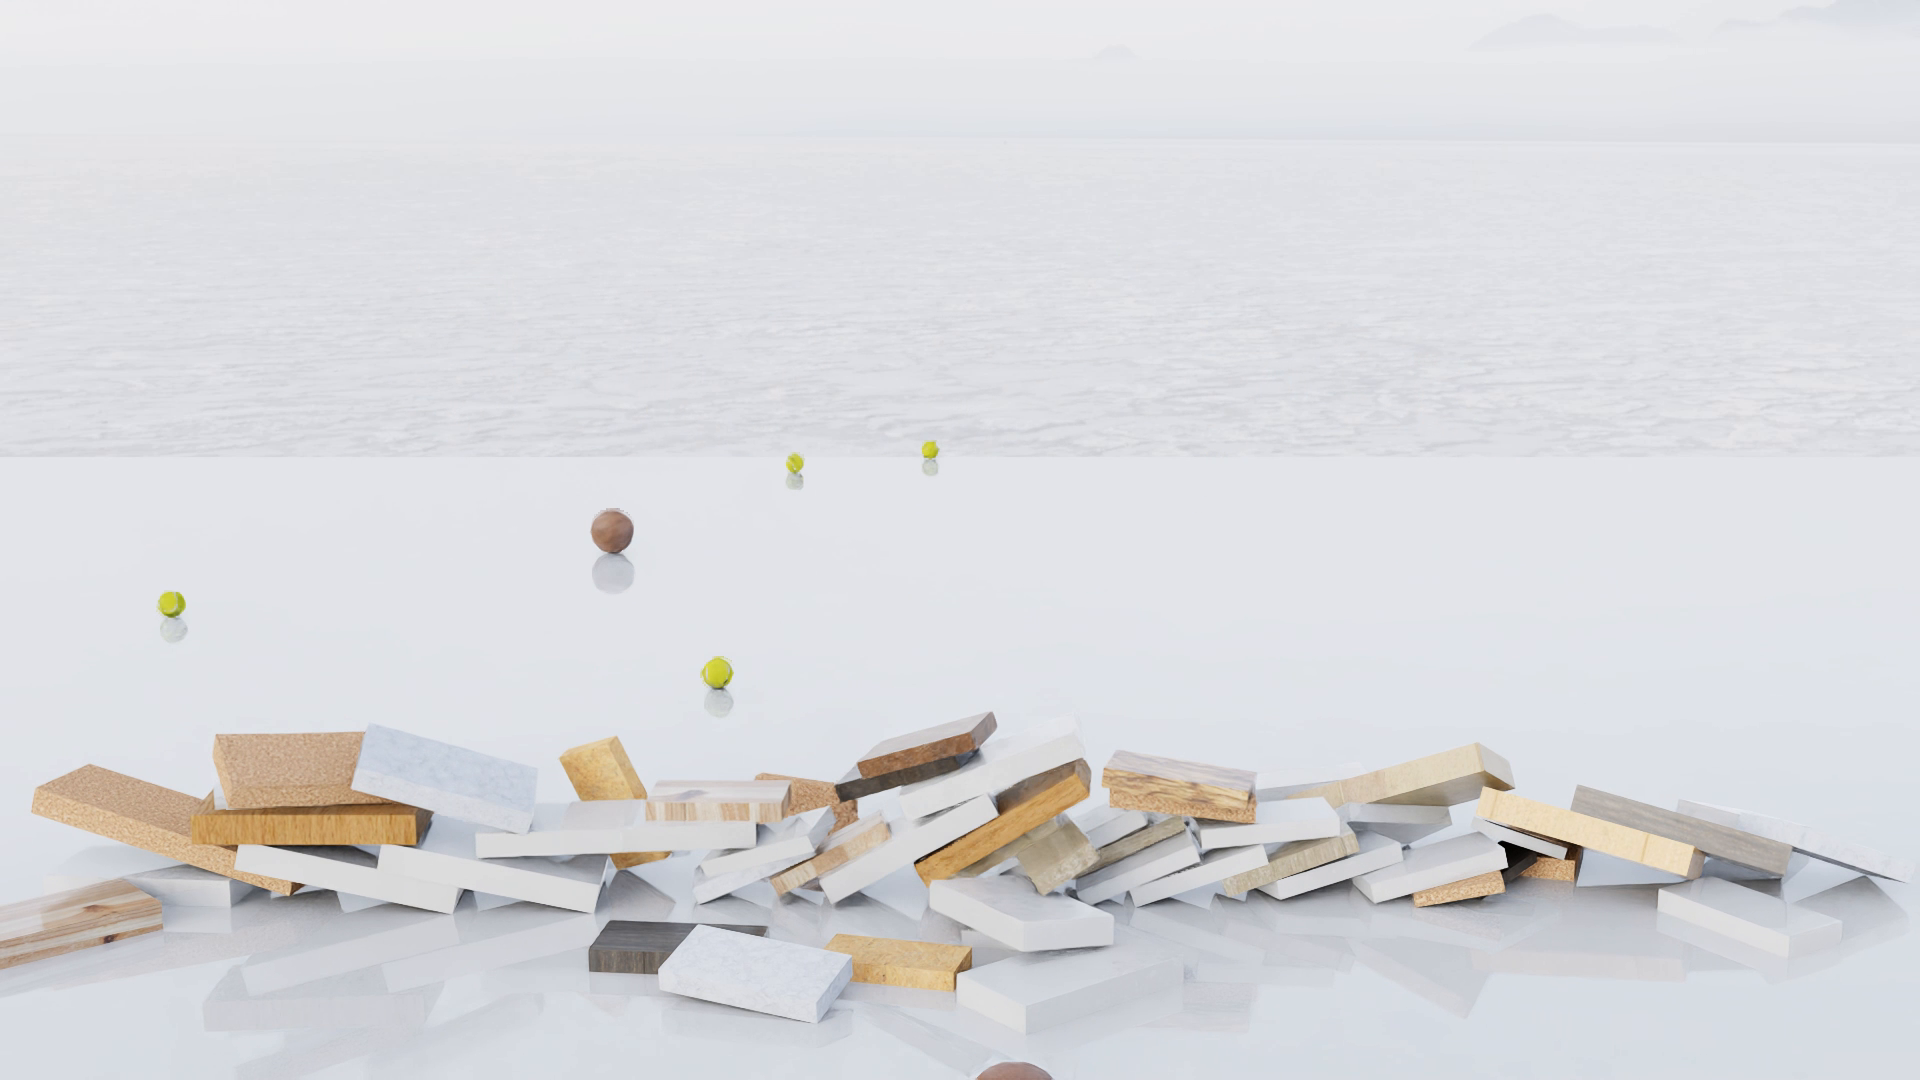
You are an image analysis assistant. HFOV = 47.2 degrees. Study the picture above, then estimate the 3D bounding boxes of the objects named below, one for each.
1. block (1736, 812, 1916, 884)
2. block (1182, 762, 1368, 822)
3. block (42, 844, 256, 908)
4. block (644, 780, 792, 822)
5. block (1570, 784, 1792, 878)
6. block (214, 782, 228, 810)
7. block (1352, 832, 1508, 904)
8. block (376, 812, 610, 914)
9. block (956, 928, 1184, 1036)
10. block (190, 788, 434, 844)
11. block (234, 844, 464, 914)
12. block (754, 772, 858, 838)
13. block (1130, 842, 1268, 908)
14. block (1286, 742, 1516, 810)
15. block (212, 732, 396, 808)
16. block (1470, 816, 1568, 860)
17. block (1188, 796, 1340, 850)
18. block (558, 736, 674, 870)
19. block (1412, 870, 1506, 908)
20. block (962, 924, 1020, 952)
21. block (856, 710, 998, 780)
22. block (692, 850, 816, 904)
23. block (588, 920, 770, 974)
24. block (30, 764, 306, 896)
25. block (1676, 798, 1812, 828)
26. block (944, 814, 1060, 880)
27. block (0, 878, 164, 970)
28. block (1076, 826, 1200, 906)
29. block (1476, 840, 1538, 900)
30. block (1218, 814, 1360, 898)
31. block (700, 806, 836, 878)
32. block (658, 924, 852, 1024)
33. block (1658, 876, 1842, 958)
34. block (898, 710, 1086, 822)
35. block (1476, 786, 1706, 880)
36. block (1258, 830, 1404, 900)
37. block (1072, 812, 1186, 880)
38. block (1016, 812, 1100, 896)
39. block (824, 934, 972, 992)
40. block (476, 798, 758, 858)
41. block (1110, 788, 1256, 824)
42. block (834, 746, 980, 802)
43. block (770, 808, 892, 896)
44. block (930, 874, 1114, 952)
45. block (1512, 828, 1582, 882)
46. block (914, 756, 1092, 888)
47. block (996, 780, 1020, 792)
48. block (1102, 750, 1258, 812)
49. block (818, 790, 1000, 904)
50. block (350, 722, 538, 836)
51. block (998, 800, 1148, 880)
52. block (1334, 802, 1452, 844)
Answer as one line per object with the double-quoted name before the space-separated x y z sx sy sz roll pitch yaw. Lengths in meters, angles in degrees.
"block" 1.447 0.515 3.680 0.254 0.036 0.127 18 -5 -10
"block" 0.559 0.464 4.041 0.375 0.044 0.155 -7 3 3
"block" -1.346 0.563 3.692 0.319 0.045 0.159 1 11 5
"block" -0.399 0.431 3.641 0.225 0.032 0.112 0 13 4
"block" 1.219 0.494 3.725 0.351 0.050 0.175 15 -5 20
"block" -1.133 0.410 3.575 0.150 0.021 0.075 -3 13 -19
"block" 0.780 0.544 3.667 0.232 0.033 0.116 -14 8 -5
"block" -0.766 0.527 3.638 0.354 0.050 0.177 12 12 -6
"block" 0.165 0.647 3.243 0.310 0.044 0.155 -8 13 -38
"block" -1.051 0.443 3.595 0.354 0.050 0.177 0 13 -3
"block" -0.994 0.526 3.635 0.354 0.050 0.177 13 12 -6
"block" -0.277 0.484 3.970 0.199 0.099 0.028 5 12 26
"block" 0.390 0.540 3.650 0.230 0.033 0.115 -19 10 3
"block" 0.764 0.438 3.814 0.351 0.050 0.176 -20 -25 25
"block" -1.042 0.368 3.541 0.285 0.040 0.143 2 30 -31
"block" 0.945 0.504 3.719 0.146 0.021 0.073 19 -1 -19
"block" 0.504 0.469 3.652 0.229 0.033 0.115 -5 11 -3
"block" -0.584 0.449 3.744 0.112 0.225 0.032 -17 15 31
"block" 0.820 0.570 3.625 0.146 0.021 0.073 -12 10 10
"block" 0.114 0.615 3.455 0.209 0.028 0.099 2 11 10
"block" -0.054 0.340 3.646 0.216 0.031 0.108 -17 8 24
"block" -0.342 0.537 3.663 0.209 0.030 0.104 -23 11 0
"block" -0.429 0.627 3.373 0.253 0.036 0.126 1 11 6
"block" -1.302 0.485 3.701 0.473 0.045 0.159 16 12 8
"block" 1.384 0.499 3.883 0.242 0.034 0.121 13 0 -40
"block" 0.070 0.504 3.656 0.207 0.029 0.104 -31 6 8
"block" -1.441 0.607 3.451 0.319 0.045 0.159 -10 14 -42
"block" 0.292 0.540 3.635 0.207 0.029 0.104 -23 9 6
"block" 0.894 0.555 3.700 0.146 0.021 0.073 -25 23 -31
"block" 0.538 0.523 3.655 0.230 0.033 0.115 -19 10 -1
"block" -0.316 0.499 3.633 0.209 0.030 0.104 -17 14 24
"block" -0.299 0.634 3.223 0.253 0.036 0.126 7 25 20
"block" 1.260 0.600 3.516 0.127 0.036 0.254 -6 12 -31
"block" 0.055 0.373 3.641 0.310 0.044 0.155 -21 6 7
"block" 1.062 0.496 3.702 0.351 0.050 0.176 15 -5 27
"block" 0.611 0.543 3.690 0.232 0.033 0.116 -14 8 -17
"block" 0.274 0.505 3.703 0.207 0.029 0.103 -24 6 -1
"block" 0.148 0.502 3.578 0.108 0.031 0.333 -32 6 -3
"block" -0.100 0.638 3.325 0.216 0.031 0.108 3 11 15
"block" -0.561 0.472 3.635 0.451 0.040 0.143 -2 13 -3
"block" 0.369 0.424 3.658 0.238 0.034 0.119 6 11 3
"block" -0.089 0.380 3.693 0.225 0.032 0.112 -18 7 21
"block" -0.215 0.519 3.661 0.209 0.030 0.104 -27 7 -1
"block" 0.091 0.574 3.400 0.155 0.044 0.310 1 3 -27
"block" 1.024 0.535 3.865 0.127 0.036 0.254 4 11 19
"block" 0.072 0.460 3.647 0.310 0.044 0.155 -31 6 9
"block" 0.146 0.457 4.311 0.099 0.028 0.199 3 11 17
"block" 0.362 0.395 3.624 0.238 0.034 0.119 8 11 13
"block" -0.085 0.494 3.654 0.310 0.044 0.155 -28 6 2
"block" -0.831 0.386 3.563 0.285 0.040 0.143 18 22 -15
"block" 0.191 0.504 3.707 0.264 0.034 0.119 -27 7 9
"block" 0.728 0.494 3.824 0.232 0.033 0.116 6 -27 -31
